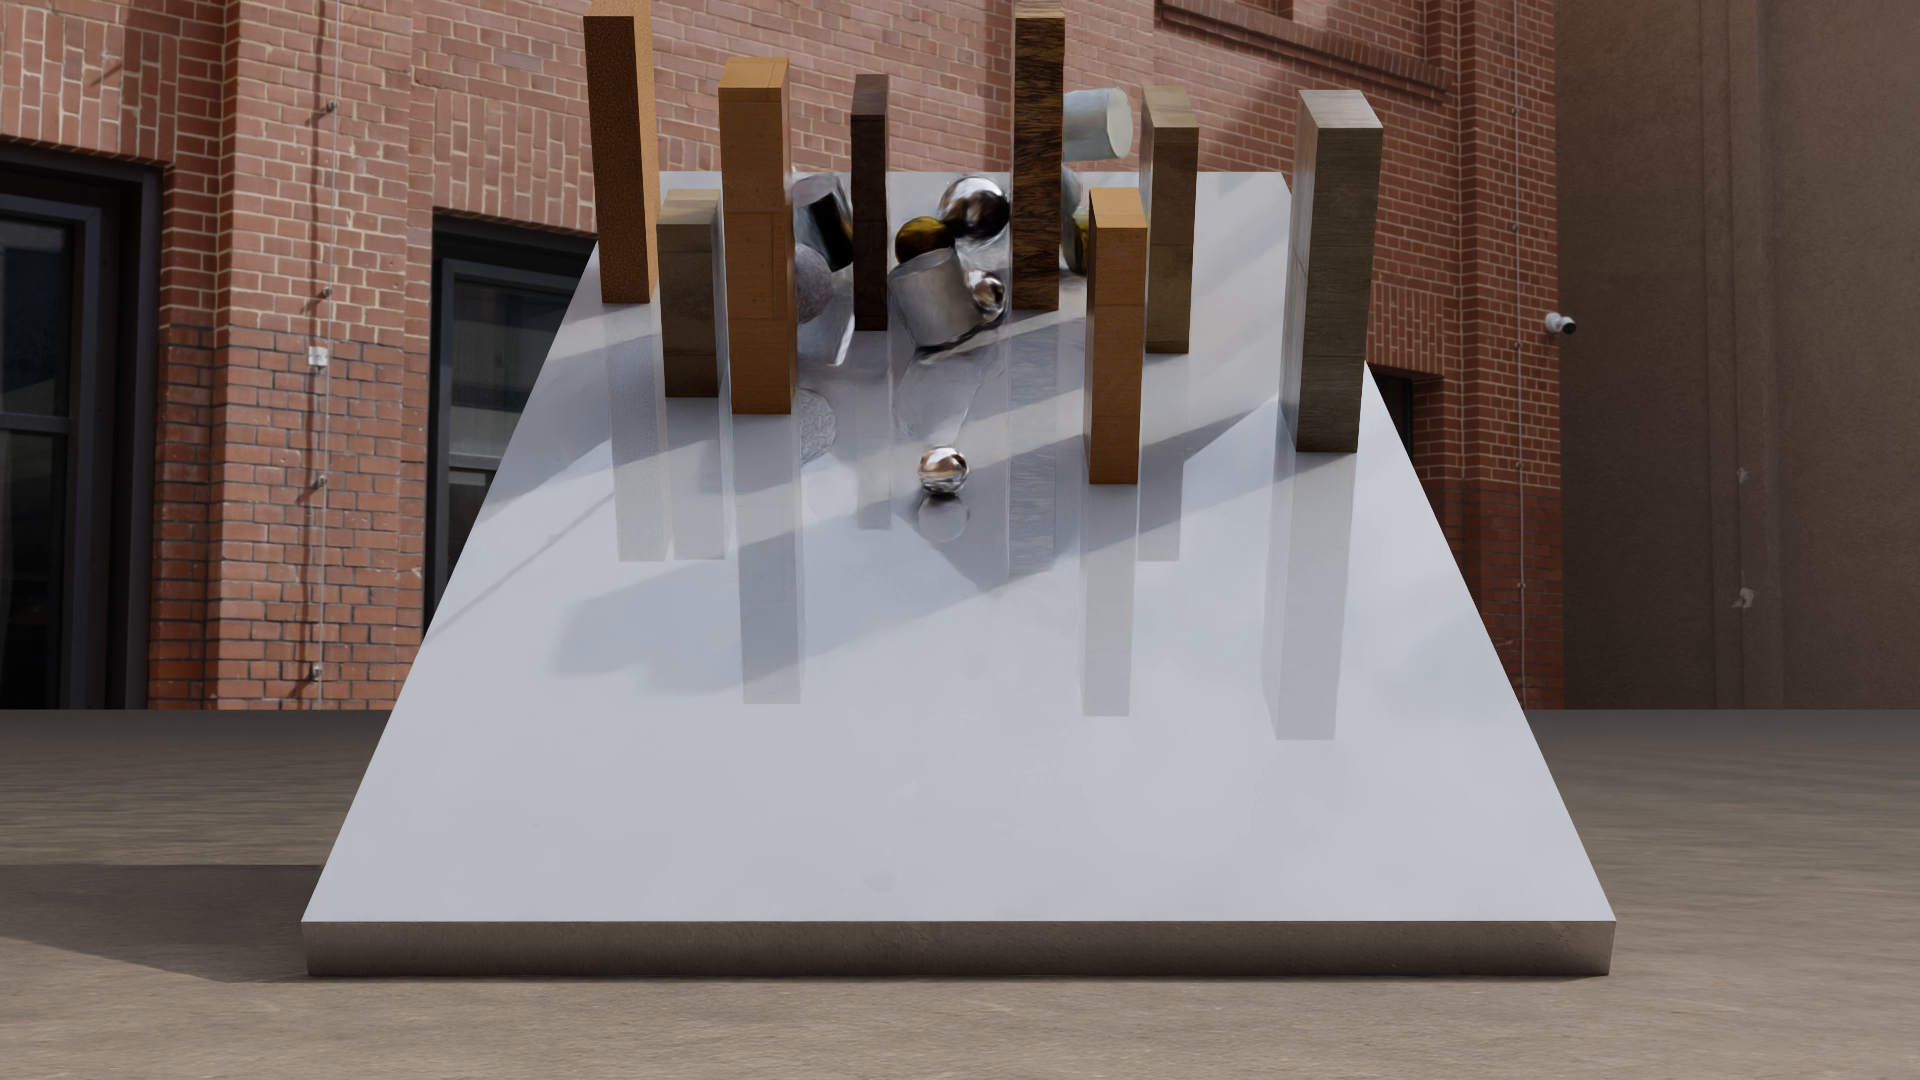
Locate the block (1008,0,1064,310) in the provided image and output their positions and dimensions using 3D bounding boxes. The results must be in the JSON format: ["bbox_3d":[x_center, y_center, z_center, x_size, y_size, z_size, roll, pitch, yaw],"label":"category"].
[{"bbox_3d":[0.194,-1.009,6.048,0.121,0.754,0.348,0,25,0],"label":"block"}]

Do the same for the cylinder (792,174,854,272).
[{"bbox_3d":[-0.383,-0.840,6.267,0.202,0.202,0.202,-16,30,9],"label":"cylinder"}]

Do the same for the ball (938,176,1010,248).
[{"bbox_3d":[0.037,-0.884,6.313,0.192,0.192,0.192,0,-4,0],"label":"ball"}]

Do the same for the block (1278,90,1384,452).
[{"bbox_3d":[0.815,-0.594,5.193,0.136,0.736,0.311,0,25,0],"label":"block"}]

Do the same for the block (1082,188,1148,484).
[{"bbox_3d":[0.331,-0.441,5.056,0.103,0.574,0.283,0,25,0],"label":"block"}]

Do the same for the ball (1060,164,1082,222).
[{"bbox_3d":[0.258,-0.988,6.681,0.175,0.175,0.175,0,-4,0],"label":"ball"}]

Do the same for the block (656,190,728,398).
[{"bbox_3d":[-0.629,-0.583,5.530,0.123,0.422,0.274,0,25,0],"label":"block"}]

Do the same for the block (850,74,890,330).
[{"bbox_3d":[-0.224,-0.862,5.968,0.084,0.554,0.397,0,25,0],"label":"block"}]

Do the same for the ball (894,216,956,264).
[{"bbox_3d":[-0.093,-0.780,6.250,0.164,0.164,0.164,0,-4,0],"label":"ball"}]

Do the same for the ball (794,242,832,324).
[{"bbox_3d":[-0.406,-0.618,5.663,0.197,0.197,0.197,0,-4,0],"label":"ball"}]

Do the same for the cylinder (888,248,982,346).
[{"bbox_3d":[-0.061,-0.596,5.751,0.182,0.182,0.182,-20,20,8],"label":"cylinder"}]

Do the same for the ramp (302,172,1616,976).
[{"bbox_3d":[-0.009,-0.229,5.395,2.000,0.100,4.000,0,25,0],"label":"ramp"}]

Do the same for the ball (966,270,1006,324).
[{"bbox_3d":[0.047,-0.611,5.894,0.140,0.140,0.140,0,-4,0],"label":"ball"}]

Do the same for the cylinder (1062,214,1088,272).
[{"bbox_3d":[0.373,-0.806,6.323,0.153,0.153,0.153,-8,-1,-18],"label":"cylinder"}]

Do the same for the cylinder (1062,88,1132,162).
[{"bbox_3d":[0.380,-1.236,6.989,0.207,0.207,0.207,0,-4,26],"label":"cylinder"}]

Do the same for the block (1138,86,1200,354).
[{"bbox_3d":[0.509,-0.799,5.823,0.105,0.568,0.391,0,25,0],"label":"block"}]

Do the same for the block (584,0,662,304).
[{"bbox_3d":[-0.867,-1.024,6.082,0.124,0.745,0.332,0,25,0],"label":"block"}]

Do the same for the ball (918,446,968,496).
[{"bbox_3d":[-0.036,-0.147,4.977,0.107,0.107,0.107,0,-4,0],"label":"ball"}]

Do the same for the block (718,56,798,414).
[{"bbox_3d":[-0.457,-0.694,5.366,0.136,0.763,0.275,0,25,0],"label":"block"}]
